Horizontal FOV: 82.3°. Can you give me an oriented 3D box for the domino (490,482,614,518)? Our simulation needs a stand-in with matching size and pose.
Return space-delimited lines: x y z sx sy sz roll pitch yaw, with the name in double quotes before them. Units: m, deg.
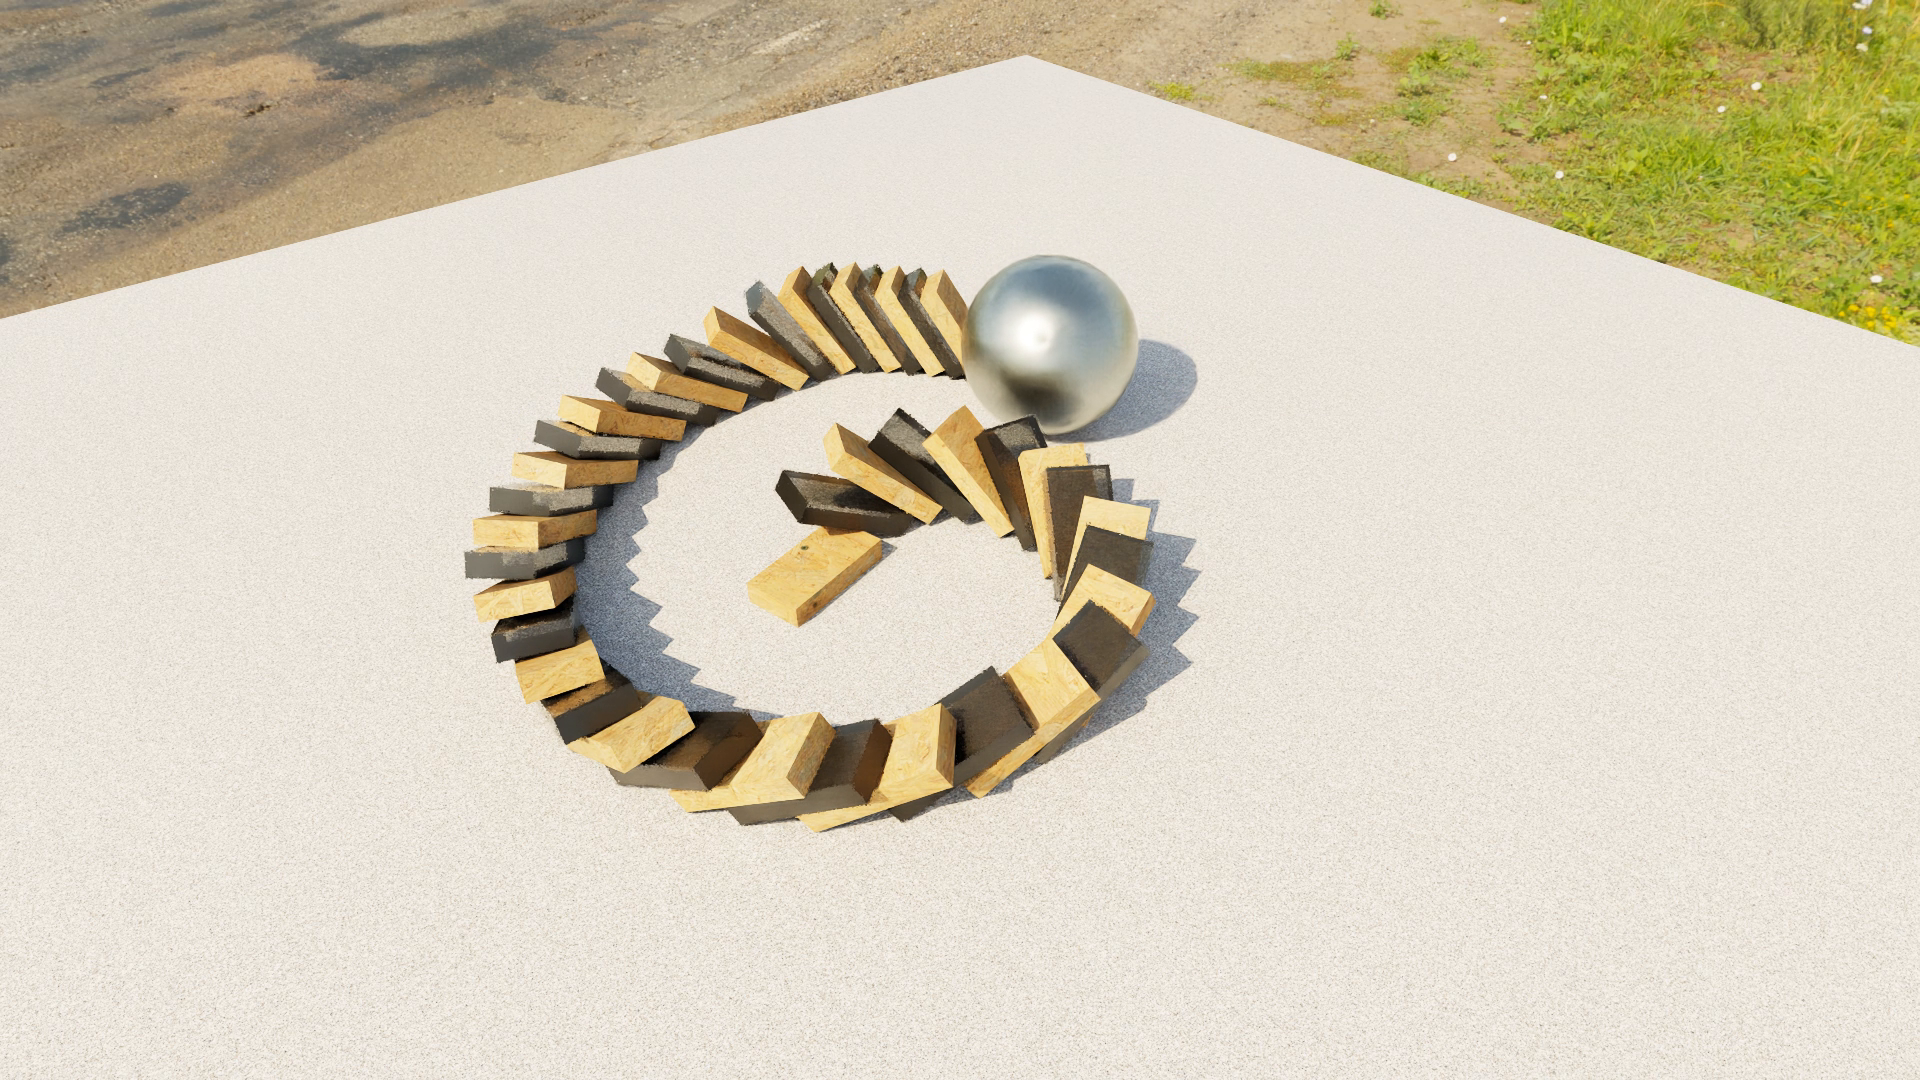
"domino" -0.164 -0.017 0.444 0.025 0.009 0.050 6 8 10

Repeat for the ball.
"ball" 0.040 -0.088 0.495 0.080 0.080 0.080 0 39 0

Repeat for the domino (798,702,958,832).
"domino" -0.025 0.070 0.338 0.050 0.009 0.025 -23 35 21

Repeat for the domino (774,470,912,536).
"domino" -0.047 -0.015 0.444 0.050 0.009 0.025 7 29 -39

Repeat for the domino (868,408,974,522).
"domino" -0.012 -0.032 0.459 0.050 0.010 0.025 38 34 -6

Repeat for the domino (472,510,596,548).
"domino" -0.165 -0.005 0.430 0.025 0.009 0.050 3 7 6

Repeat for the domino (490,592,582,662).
"domino" -0.148 0.030 0.388 0.025 0.010 0.050 -13 11 -15

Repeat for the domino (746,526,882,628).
"domino" -0.056 0.012 0.429 0.025 0.010 0.050 24 45 27

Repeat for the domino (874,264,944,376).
"domino" -0.023 -0.108 0.546 0.009 0.050 0.025 -21 33 24

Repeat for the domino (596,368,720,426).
"domino" -0.137 -0.065 0.502 0.025 0.010 0.050 33 15 34

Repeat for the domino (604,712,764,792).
"domino" -0.087 0.066 0.345 0.050 0.009 0.025 -8 28 42

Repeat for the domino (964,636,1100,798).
"domino" 0.018 0.057 0.355 0.050 0.010 0.025 -40 46 2

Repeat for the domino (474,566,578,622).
"domino" -0.156 0.019 0.399 0.025 0.010 0.050 -12 7 -9

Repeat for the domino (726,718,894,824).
"domino" -0.047 0.071 0.337 0.050 0.010 0.025 -16 32 30

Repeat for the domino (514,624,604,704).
"domino" -0.137 0.041 0.374 0.025 0.009 0.050 -18 13 -21

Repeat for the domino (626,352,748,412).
"domino" -0.126 -0.073 0.511 0.025 0.009 0.050 34 15 36

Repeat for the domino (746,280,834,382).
"domino" -0.084 -0.102 0.540 0.009 0.050 0.025 -36 39 14

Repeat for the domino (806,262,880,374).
"domino" -0.056 -0.110 0.548 0.009 0.050 0.025 -22 32 25

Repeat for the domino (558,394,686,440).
"domino" -0.149 -0.054 0.488 0.025 0.009 0.050 22 11 29

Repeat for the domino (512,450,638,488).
"domino" -0.160 -0.030 0.461 0.025 0.009 0.050 13 10 15

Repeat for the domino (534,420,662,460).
"domino" -0.156 -0.043 0.476 0.025 0.010 0.050 20 11 22

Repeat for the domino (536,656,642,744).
"domino" -0.123 0.052 0.361 0.025 0.009 0.050 -25 15 -25

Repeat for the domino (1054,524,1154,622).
"domino" 0.050 0.022 0.395 0.025 0.009 0.050 16 76 15

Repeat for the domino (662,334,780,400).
"domino" -0.113 -0.082 0.522 0.050 0.010 0.025 12 24 -45

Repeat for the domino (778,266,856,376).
"domino" -0.069 -0.109 0.547 0.010 0.050 0.025 -25 32 25

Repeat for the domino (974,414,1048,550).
"domino" 0.028 -0.024 0.448 0.025 0.010 0.050 -19 82 -28

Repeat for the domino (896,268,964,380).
"domino" -0.012 -0.107 0.544 0.009 0.050 0.025 -21 32 24

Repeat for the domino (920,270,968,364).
"domino" -0.001 -0.106 0.542 0.010 0.050 0.025 -21 33 24

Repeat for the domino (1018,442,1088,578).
"domino" 0.041 -0.012 0.436 0.025 0.009 0.050 -9 77 -11

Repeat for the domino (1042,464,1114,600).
"domino" 0.047 -0.003 0.424 0.025 0.009 0.050 -3 78 -8

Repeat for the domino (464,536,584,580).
"domino" -0.163 0.006 0.416 0.025 0.010 0.050 1 7 1

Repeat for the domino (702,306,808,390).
"domino" -0.099 -0.093 0.533 0.050 0.010 0.025 25 25 -35

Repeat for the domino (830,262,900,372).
"domino" -0.044 -0.111 0.549 0.010 0.050 0.025 -21 33 24

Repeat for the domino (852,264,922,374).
"domino" -0.034 -0.110 0.547 0.010 0.050 0.025 -21 33 24

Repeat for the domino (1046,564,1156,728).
"domino" 0.044 0.036 0.379 0.025 0.010 0.050 26 79 28

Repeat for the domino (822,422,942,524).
"domino" -0.032 -0.027 0.451 0.050 0.010 0.025 29 21 -31

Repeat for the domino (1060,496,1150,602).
"domino" 0.053 0.011 0.408 0.025 0.010 0.050 11 76 11

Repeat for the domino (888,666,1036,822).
"domino" -0.004 0.064 0.347 0.050 0.010 0.025 -34 44 3

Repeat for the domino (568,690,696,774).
"domino" -0.108 0.060 0.352 0.025 0.010 0.050 -32 19 -33

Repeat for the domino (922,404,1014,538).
"domino" 0.009 -0.028 0.452 0.050 0.010 0.025 50 45 -10

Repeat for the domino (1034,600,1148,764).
"domino" 0.036 0.047 0.365 0.050 0.009 0.025 -46 55 -3

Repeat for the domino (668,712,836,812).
"domino" -0.064 0.069 0.339 0.050 0.010 0.025 -15 34 32
